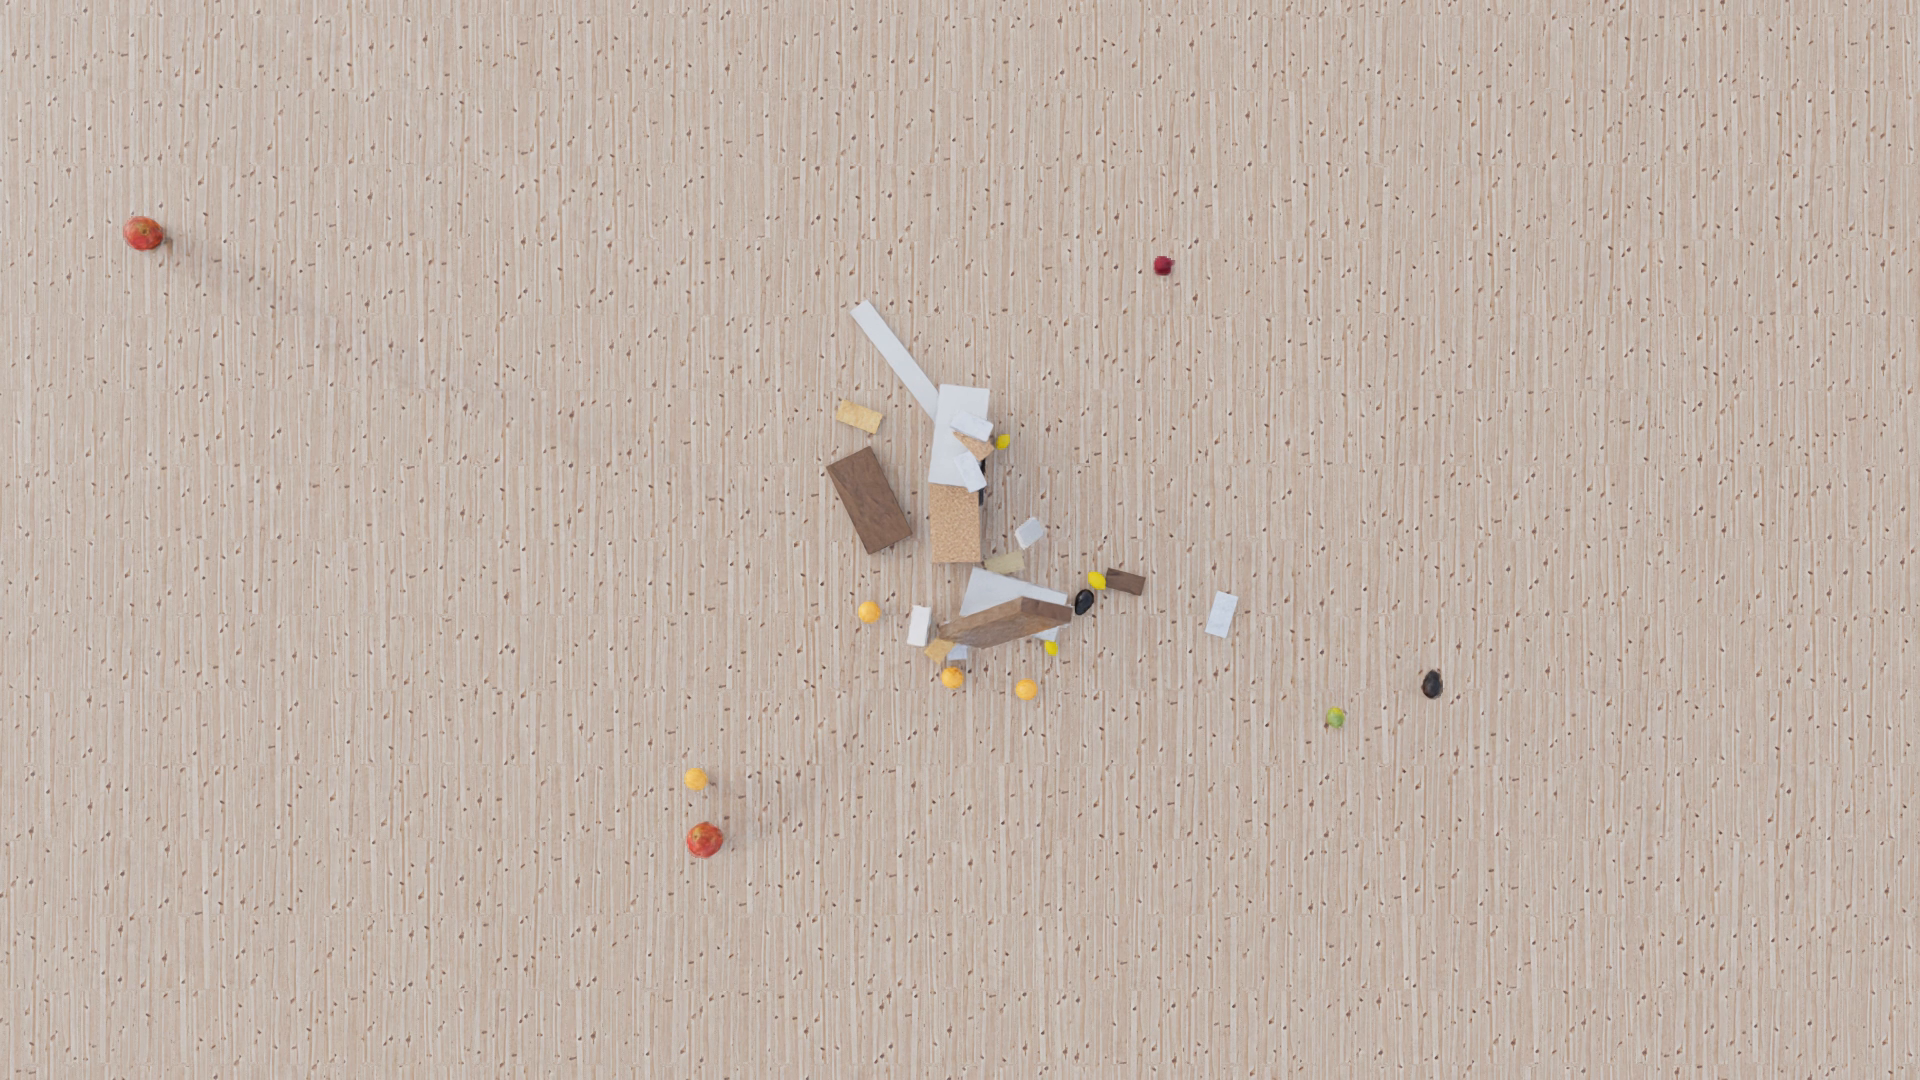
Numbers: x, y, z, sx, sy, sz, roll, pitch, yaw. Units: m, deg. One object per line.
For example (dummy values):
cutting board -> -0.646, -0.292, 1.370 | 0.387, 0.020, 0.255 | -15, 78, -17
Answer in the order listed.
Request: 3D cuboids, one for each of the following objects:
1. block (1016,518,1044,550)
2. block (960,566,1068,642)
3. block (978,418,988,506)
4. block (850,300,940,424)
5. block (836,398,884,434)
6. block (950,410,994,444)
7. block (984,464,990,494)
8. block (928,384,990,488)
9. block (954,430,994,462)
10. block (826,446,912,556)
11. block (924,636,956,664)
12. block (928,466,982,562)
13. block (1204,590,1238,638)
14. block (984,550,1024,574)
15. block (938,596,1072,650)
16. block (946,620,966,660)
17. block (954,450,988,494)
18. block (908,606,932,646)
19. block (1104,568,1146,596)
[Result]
block -> 0.229, -0.023, 5.440 | 0.018, 0.126, 0.063 | -20, 100, 36
block -> 0.177, 0.213, 5.466 | 0.325, 0.046, 0.162 | 16, 94, -2
block -> 0.003, -0.280, 5.439 | 0.161, 0.046, 0.321 | 4, 102, 4
block -> -0.172, -0.563, 5.490 | 0.072, 0.020, 0.545 | -38, 90, 0
block -> -0.336, -0.410, 5.490 | 0.143, 0.020, 0.072 | 21, 90, 0
block -> 0.038, -0.366, 5.304 | 0.129, 0.018, 0.064 | 24, 73, -3
block -> 0.069, -0.199, 5.482 | 0.049, 0.014, 0.098 | -3, 101, 5
block -> -0.002, -0.336, 5.358 | 0.161, 0.046, 0.321 | 7, 88, 4
block -> 0.045, -0.319, 5.312 | 0.064, 0.018, 0.129 | -42, 86, -17
block -> -0.301, -0.131, 5.477 | 0.162, 0.046, 0.325 | -26, 90, 0
block -> -0.055, 0.345, 5.473 | 0.064, 0.018, 0.128 | 40, 90, 0
block -> -0.017, -0.088, 5.434 | 0.161, 0.046, 0.321 | -1, 102, 5
block -> 0.870, 0.247, 5.490 | 0.072, 0.020, 0.143 | 17, 90, 0
block -> 0.147, 0.080, 5.491 | 0.126, 0.018, 0.063 | -15, 90, 0
block -> 0.130, 0.263, 5.142 | 0.162, 0.693, 0.046 | 13, 75, -19
block -> -0.012, 0.333, 5.491 | 0.064, 0.018, 0.128 | -3, 90, 0
block -> 0.034, -0.220, 5.319 | 0.063, 0.018, 0.126 | -25, 86, 3
block -> -0.134, 0.285, 5.475 | 0.064, 0.018, 0.128 | 7, 86, 23
block -> 0.547, 0.139, 5.491 | 0.129, 0.018, 0.064 | 15, 90, 0
